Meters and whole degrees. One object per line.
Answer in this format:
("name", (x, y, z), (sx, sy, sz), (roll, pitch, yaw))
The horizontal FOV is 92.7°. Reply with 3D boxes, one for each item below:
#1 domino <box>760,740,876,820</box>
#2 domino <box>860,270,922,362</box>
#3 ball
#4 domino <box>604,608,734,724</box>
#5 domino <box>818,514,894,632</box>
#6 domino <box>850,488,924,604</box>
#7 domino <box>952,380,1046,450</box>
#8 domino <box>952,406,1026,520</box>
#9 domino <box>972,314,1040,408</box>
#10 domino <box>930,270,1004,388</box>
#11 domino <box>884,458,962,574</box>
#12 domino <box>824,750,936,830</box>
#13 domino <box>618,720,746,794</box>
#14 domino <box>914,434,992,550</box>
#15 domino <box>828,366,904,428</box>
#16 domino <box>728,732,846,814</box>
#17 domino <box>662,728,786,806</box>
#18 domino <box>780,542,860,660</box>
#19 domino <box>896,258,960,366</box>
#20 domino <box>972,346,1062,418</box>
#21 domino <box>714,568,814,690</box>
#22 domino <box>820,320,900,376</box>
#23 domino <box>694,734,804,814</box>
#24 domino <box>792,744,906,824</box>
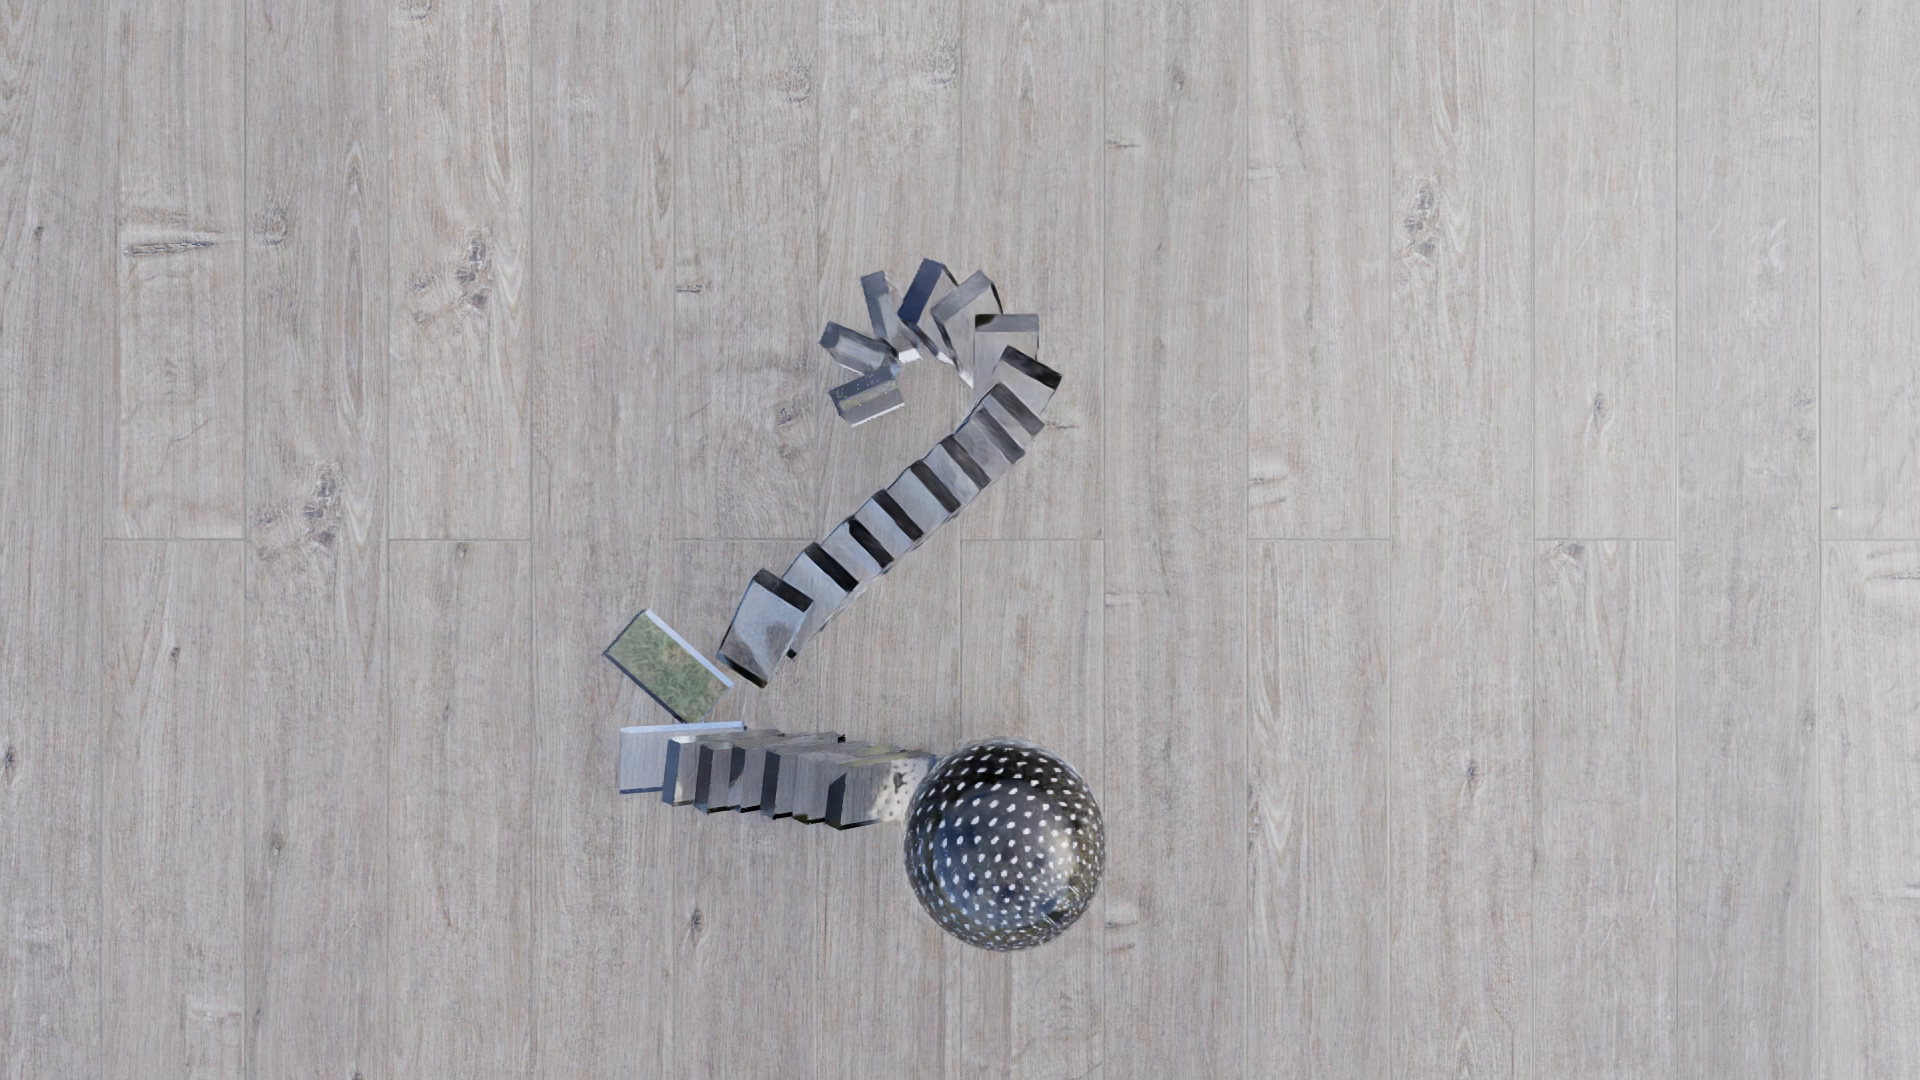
("domino", (-0.058, 0.098, 0.379), (0.009, 0.050, 0.025), (6, 90, 43))
("domino", (-0.027, -0.090, 0.374), (0.010, 0.050, 0.025), (-14, 89, 8))
("ball", (0.017, 0.118, 0.360), (0.080, 0.080, 0.080), (0, 90, 0))
("domino", (-0.125, 0.056, 0.395), (0.050, 0.009, 0.025), (41, 90, 0))
("domino", (-0.052, 0.014, 0.381), (0.025, 0.009, 0.050), (47, 125, 1))
("domino", (-0.040, 0.004, 0.382), (0.025, 0.009, 0.050), (48, 125, 0))
("domino", (0.012, -0.040, 0.377), (0.025, 0.050, 0.010), (45, 52, 0))
("domino", (0.003, -0.031, 0.377), (0.025, 0.050, 0.010), (48, 52, 0))
("domino", (0.018, -0.071, 0.376), (0.025, 0.050, 0.009), (0, 59, 0))
("domino", (0.006, -0.085, 0.375), (0.025, 0.050, 0.009), (-39, 66, -3))
("domino", (-0.024, -0.009, 0.380), (0.025, 0.009, 0.050), (49, 131, 0))
("domino", (-0.032, 0.102, 0.379), (0.009, 0.050, 0.025), (6, 90, 43))
("domino", (-0.116, 0.091, 0.384), (0.050, 0.009, 0.025), (2, 93, -26))
("domino", (-0.012, -0.019, 0.380), (0.025, 0.009, 0.050), (49, 133, 0))
("domino", (-0.037, -0.058, 0.375), (0.025, 0.050, 0.009), (-23, 91, 0))
("domino", (-0.071, 0.095, 0.378), (0.010, 0.050, 0.025), (6, 92, 43))
("domino", (-0.097, 0.093, 0.379), (0.009, 0.050, 0.025), (6, 90, 43))
("domino", (-0.066, 0.026, 0.382), (0.025, 0.010, 0.050), (43, 125, 0))
("domino", (-0.008, -0.092, 0.375), (0.009, 0.050, 0.025), (25, 90, 19))
("domino", (0.020, -0.055, 0.376), (0.025, 0.050, 0.009), (29, 55, -2))
("domino", (-0.082, 0.038, 0.382), (0.025, 0.010, 0.050), (32, 124, 0))
("domino", (-0.040, -0.075, 0.375), (0.025, 0.050, 0.009), (23, 92, 0))
("domino", (-0.084, 0.096, 0.379), (0.010, 0.050, 0.025), (6, 90, 43))
("domino", (-0.045, 0.100, 0.379), (0.009, 0.050, 0.025), (6, 90, 43))
